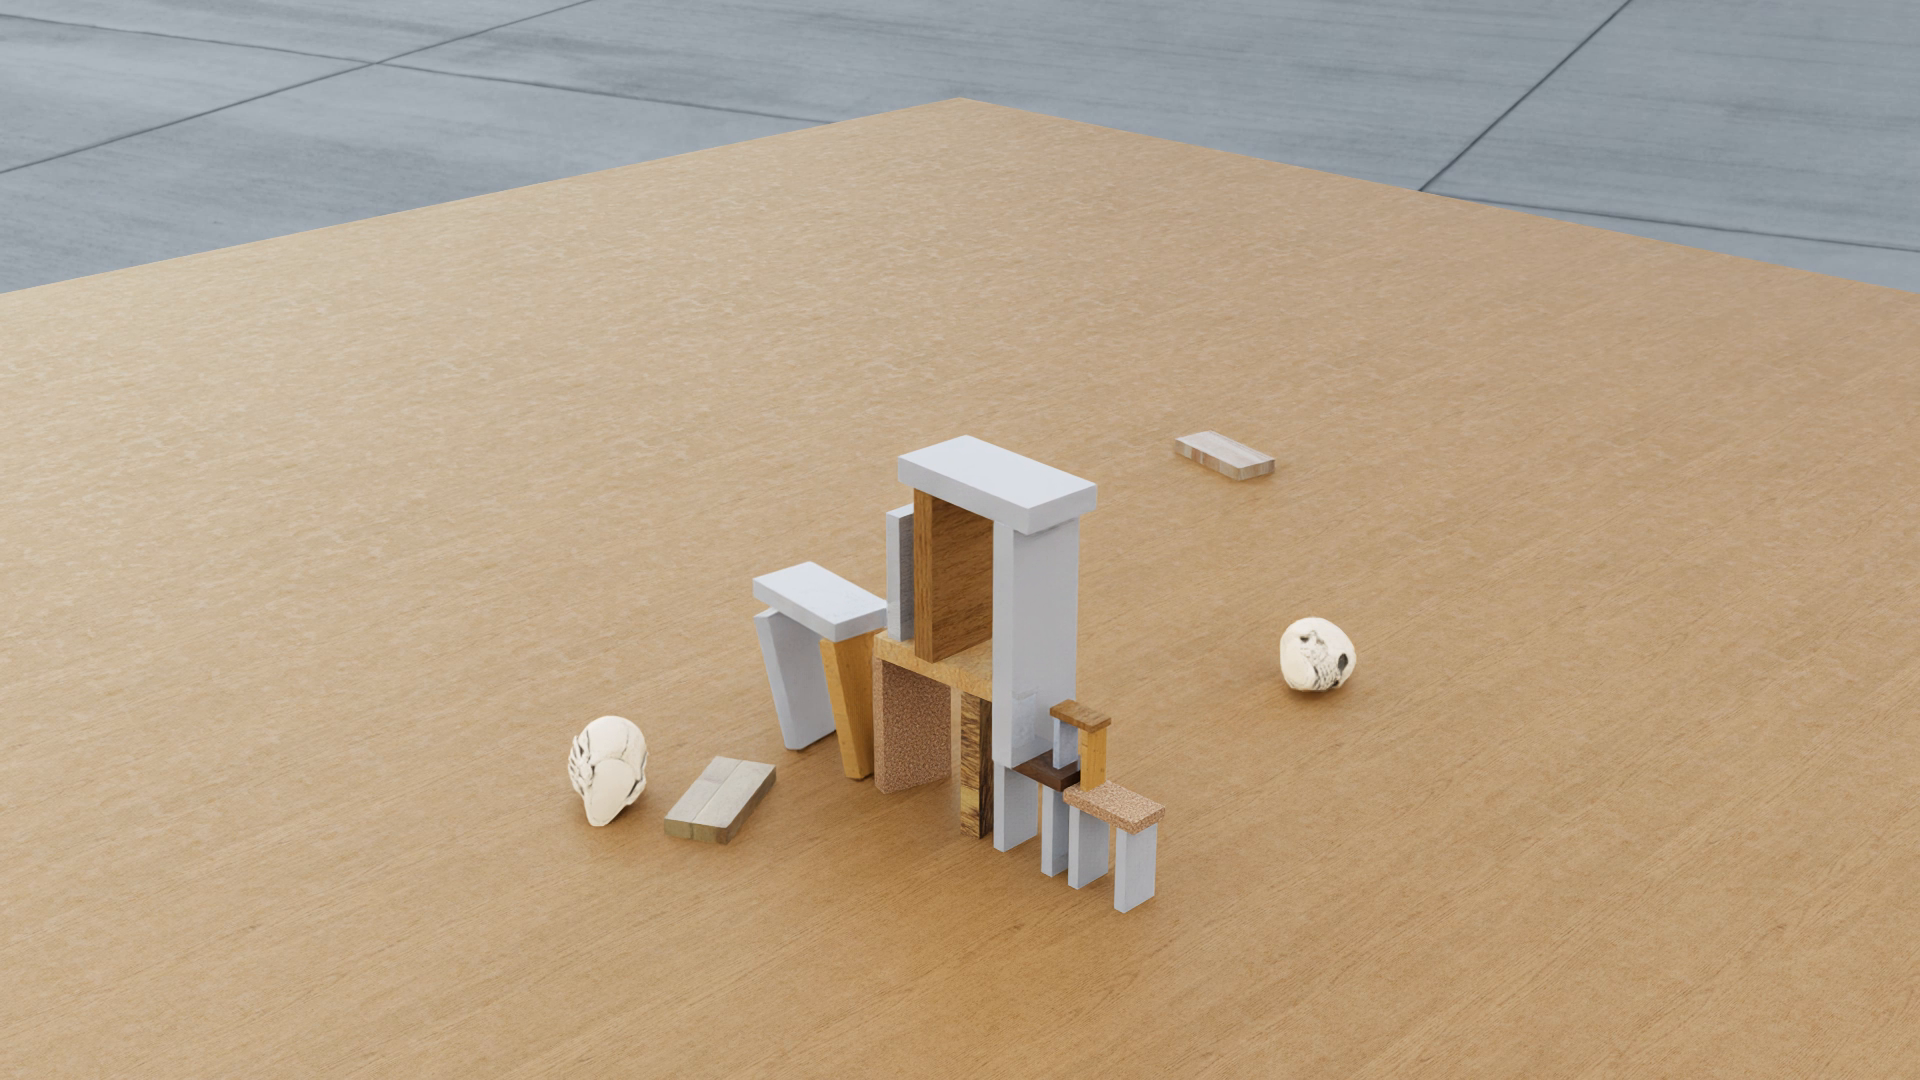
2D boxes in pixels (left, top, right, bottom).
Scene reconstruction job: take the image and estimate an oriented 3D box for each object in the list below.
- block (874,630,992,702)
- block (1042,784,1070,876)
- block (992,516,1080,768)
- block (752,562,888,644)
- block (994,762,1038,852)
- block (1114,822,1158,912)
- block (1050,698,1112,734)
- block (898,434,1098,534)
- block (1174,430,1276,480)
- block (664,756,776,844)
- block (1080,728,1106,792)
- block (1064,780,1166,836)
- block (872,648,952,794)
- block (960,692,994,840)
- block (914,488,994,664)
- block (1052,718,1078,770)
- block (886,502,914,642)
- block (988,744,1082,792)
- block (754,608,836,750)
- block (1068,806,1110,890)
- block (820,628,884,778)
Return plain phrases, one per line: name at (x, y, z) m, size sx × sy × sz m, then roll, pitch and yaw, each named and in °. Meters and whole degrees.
block at (-0.002, 0.229, 4.360) m, size 0.314 × 0.044 × 0.157 m, roll 19°, pitch 29°, yaw 37°
block at (0.201, 0.543, 4.234) m, size 0.097 × 0.193 × 0.027 m, roll -21°, pitch 31°, yaw -41°
block at (0.142, 0.176, 4.149) m, size 0.178 × 0.493 × 0.050 m, roll -21°, pitch 31°, yaw -40°
block at (-0.290, 0.128, 4.635) m, size 0.150 × 0.042 × 0.300 m, roll -17°, pitch 28°, yaw -35°
block at (0.110, 0.507, 4.318) m, size 0.097 × 0.193 × 0.027 m, roll -21°, pitch 31°, yaw -41°
block at (0.329, 0.602, 4.116) m, size 0.025 × 0.176 × 0.088 m, roll 21°, pitch 31°, yaw 41°
block at (0.226, 0.330, 4.123) m, size 0.107 × 0.015 × 0.054 m, roll 21°, pitch 31°, yaw 40°
block at (0.067, -0.107, 4.121) m, size 0.178 × 0.050 × 0.355 m, roll -20°, pitch 30°, yaw -38°
block at (0.755, -0.243, 6.285) m, size 0.134 × 0.038 × 0.284 m, roll -15°, pitch 27°, yaw -31°
block at (-0.485, 0.527, 4.470) m, size 0.134 × 0.038 × 0.267 m, roll 7°, pitch 24°, yaw 16°
block at (0.251, 0.406, 4.129) m, size 0.054 × 0.128 × 0.015 m, roll -21°, pitch 31°, yaw -41°
block at (0.288, 0.494, 4.115) m, size 0.088 × 0.025 × 0.175 m, roll -21°, pitch 31°, yaw -41°
block at (-0.098, 0.356, 4.519) m, size 0.157 × 0.314 × 0.044 m, roll -12°, pitch 26°, yaw -26°
block at (0.066, 0.421, 4.367) m, size 0.044 × 0.314 × 0.157 m, roll 16°, pitch 28°, yaw 33°
block at (-0.007, 0.046, 4.278) m, size 0.178 × 0.356 × 0.050 m, roll -21°, pitch 31°, yaw -40°
block at (0.201, 0.376, 4.172) m, size 0.015 × 0.107 × 0.054 m, roll 21°, pitch 31°, yaw 41°
block at (-0.084, 0.057, 4.366) m, size 0.134 × 0.267 × 0.038 m, roll -21°, pitch 31°, yaw -40°
block at (0.156, 0.423, 4.233) m, size 0.097 × 0.027 × 0.194 m, roll -21°, pitch 31°, yaw -40°
block at (-0.342, 0.281, 4.714) m, size 0.042 × 0.300 × 0.150 m, roll -1°, pitch 17°, yaw 41°
block at (0.246, 0.570, 4.192) m, size 0.025 × 0.175 × 0.088 m, roll 21°, pitch 31°, yaw 41°
block at (-0.200, 0.330, 4.596) m, size 0.042 × 0.300 × 0.150 m, roll 3°, pitch 19°, yaw 42°
